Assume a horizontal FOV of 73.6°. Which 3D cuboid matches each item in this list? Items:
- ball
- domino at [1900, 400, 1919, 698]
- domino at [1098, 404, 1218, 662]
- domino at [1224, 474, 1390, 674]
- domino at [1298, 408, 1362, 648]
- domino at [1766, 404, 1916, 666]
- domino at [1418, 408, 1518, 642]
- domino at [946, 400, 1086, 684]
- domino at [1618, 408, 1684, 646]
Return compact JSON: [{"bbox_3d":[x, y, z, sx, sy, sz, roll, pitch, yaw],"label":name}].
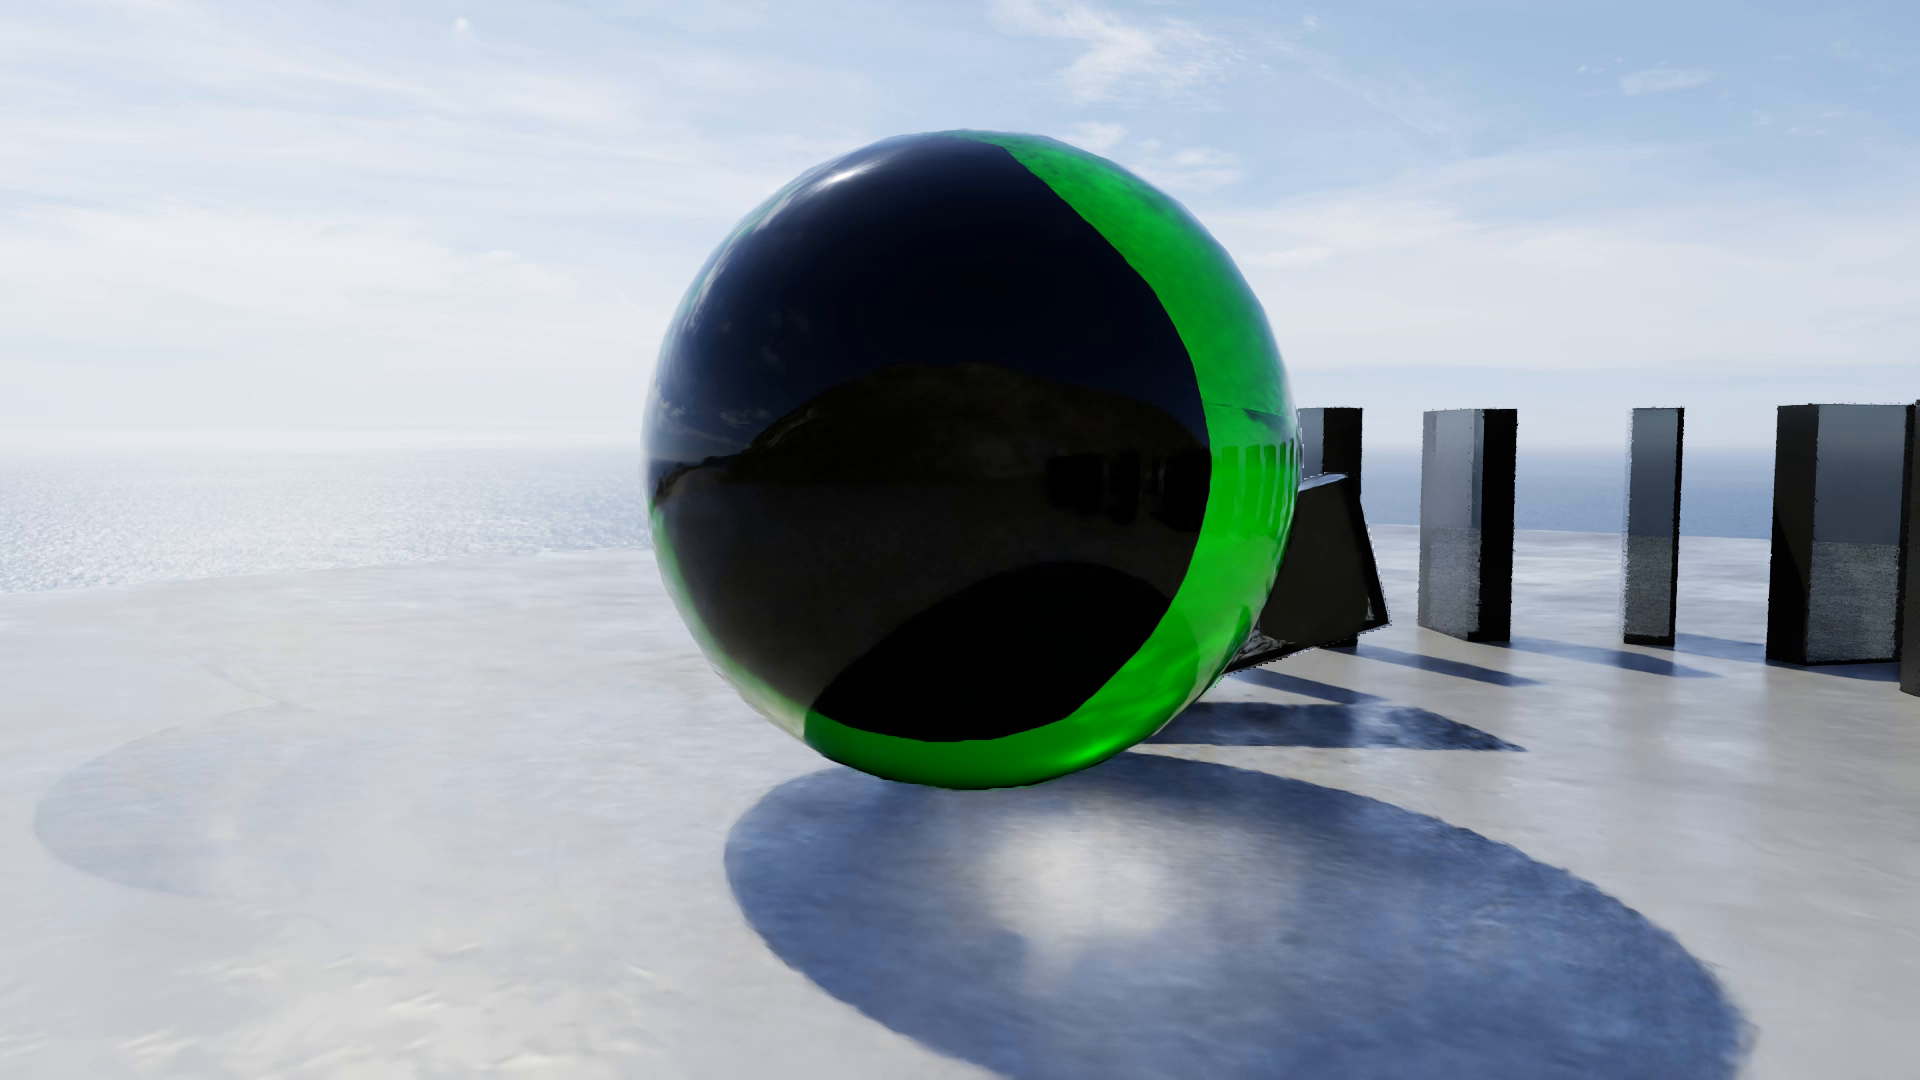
[{"bbox_3d":[0.001,-0.009,0.160,0.080,0.080,0.080,0,4,0],"label":"ball"},{"bbox_3d":[0.174,0.002,0.213,0.025,0.050,0.010,1,4,10],"label":"domino"},{"bbox_3d":[0.040,-0.002,0.262,0.010,0.050,0.025,-3,5,-32],"label":"domino"},{"bbox_3d":[0.042,0.008,0.210,0.050,0.025,0.010,-16,6,-6],"label":"domino"},{"bbox_3d":[0.075,-0.003,0.279,0.009,0.050,0.025,-1,5,-19],"label":"domino"},{"bbox_3d":[0.173,-0.001,0.251,0.025,0.050,0.009,-1,4,-12],"label":"domino"},{"bbox_3d":[0.113,-0.004,0.287,0.010,0.050,0.025,0,4,-4],"label":"domino"},{"bbox_3d":[0.010,0.000,0.237,0.025,0.050,0.009,4,6,40],"label":"domino"},{"bbox_3d":[0.151,-0.004,0.281,0.009,0.050,0.025,2,5,25],"label":"domino"}]
